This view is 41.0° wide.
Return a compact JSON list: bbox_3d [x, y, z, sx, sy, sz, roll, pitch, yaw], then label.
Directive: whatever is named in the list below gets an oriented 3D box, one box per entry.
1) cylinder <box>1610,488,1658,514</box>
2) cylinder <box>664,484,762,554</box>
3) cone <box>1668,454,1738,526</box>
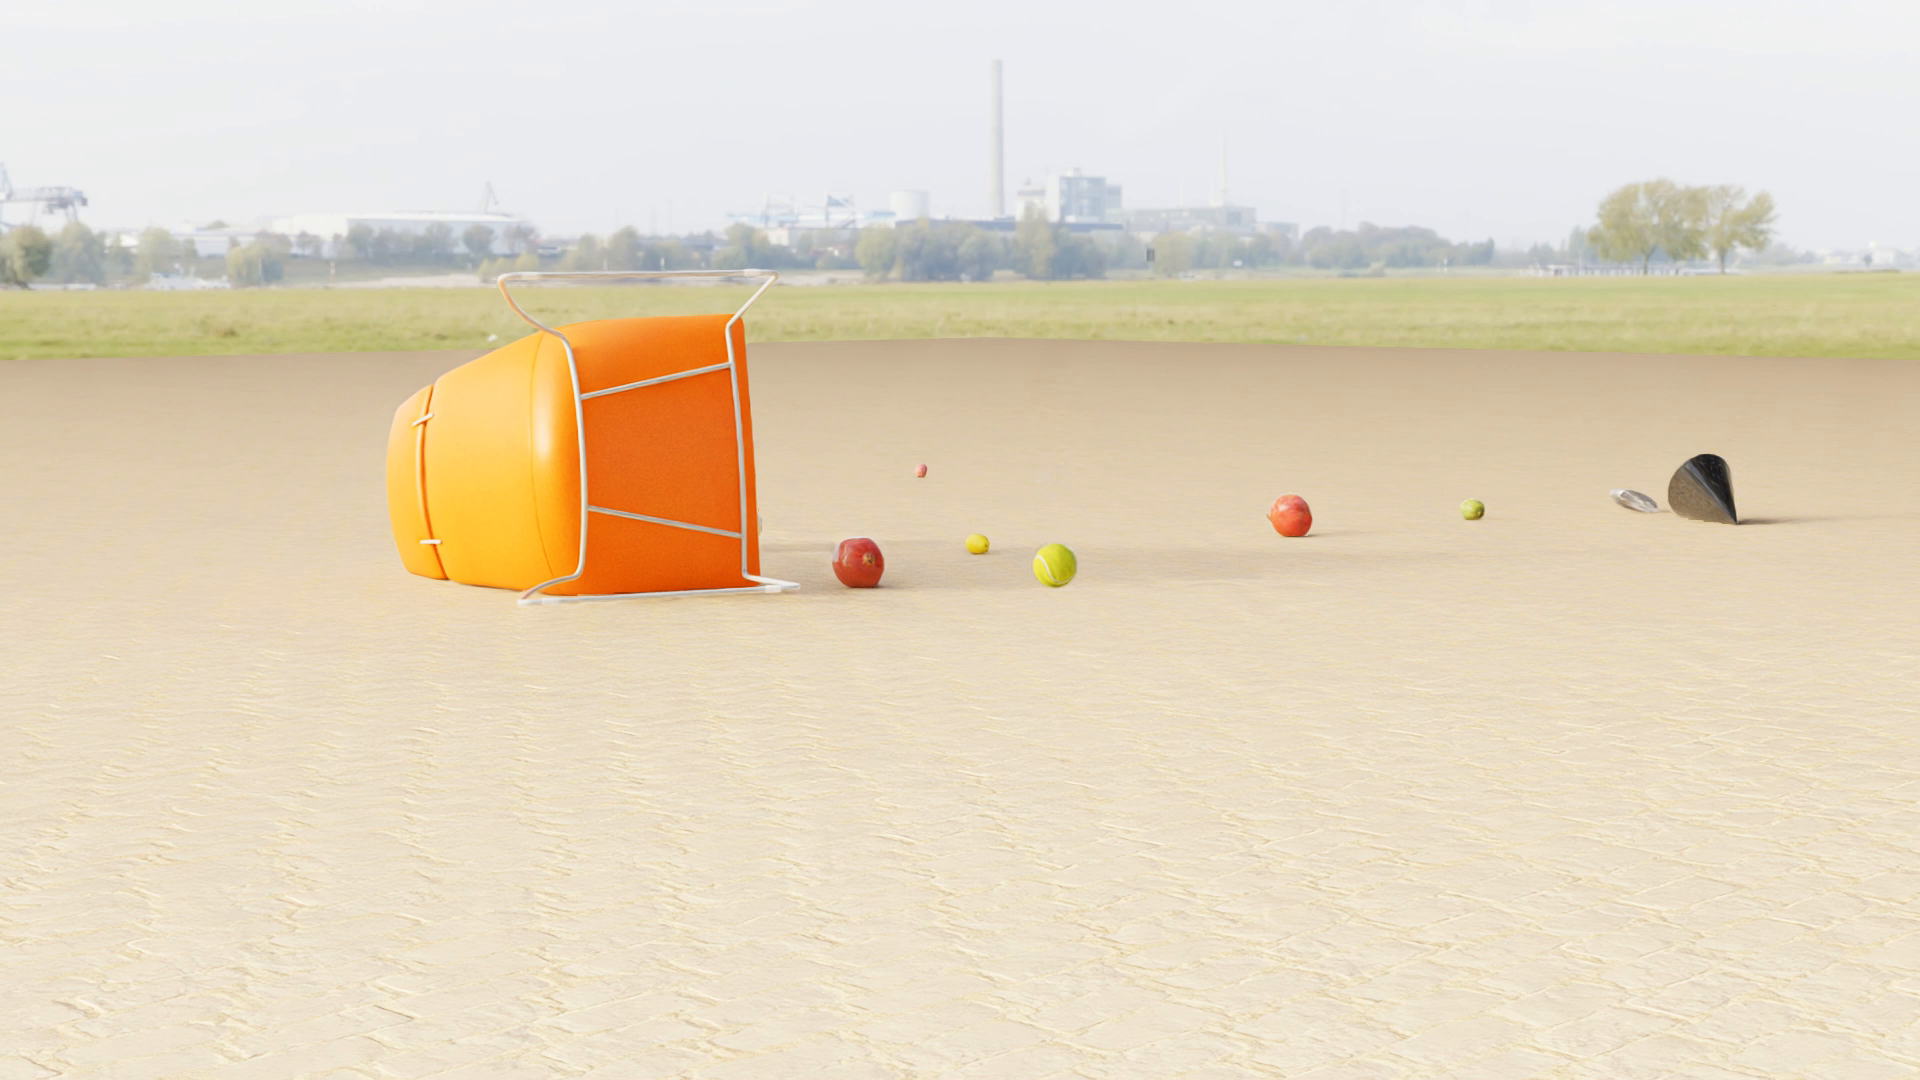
[{"bbox_3d":[1.879,-0.110,7.156,0.120,0.050,0.068,22,1,-13],"label":"cylinder"},{"bbox_3d":[-0.587,-0.050,6.130,0.224,0.149,0.112,19,7,2],"label":"cylinder"},{"bbox_3d":[2.023,-0.091,6.841,0.251,0.188,0.176,43,11,-44],"label":"cone"}]
